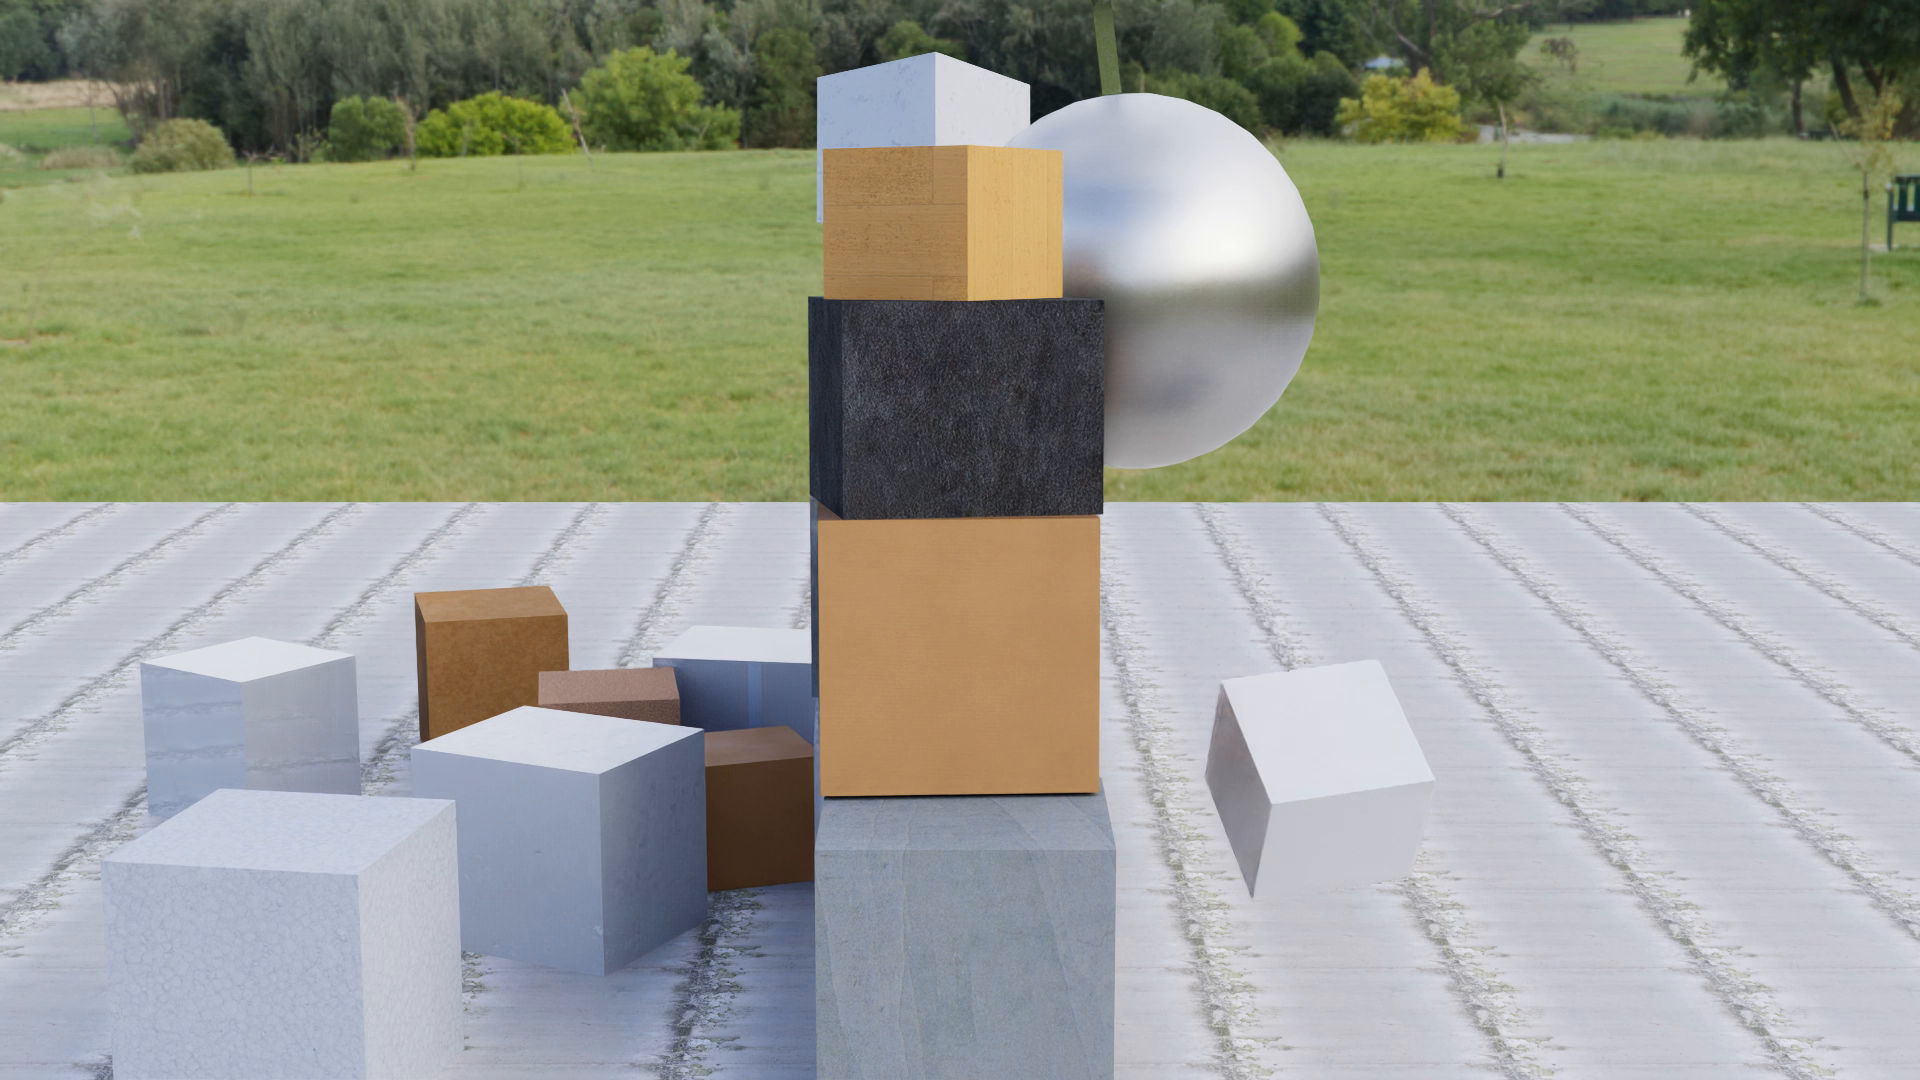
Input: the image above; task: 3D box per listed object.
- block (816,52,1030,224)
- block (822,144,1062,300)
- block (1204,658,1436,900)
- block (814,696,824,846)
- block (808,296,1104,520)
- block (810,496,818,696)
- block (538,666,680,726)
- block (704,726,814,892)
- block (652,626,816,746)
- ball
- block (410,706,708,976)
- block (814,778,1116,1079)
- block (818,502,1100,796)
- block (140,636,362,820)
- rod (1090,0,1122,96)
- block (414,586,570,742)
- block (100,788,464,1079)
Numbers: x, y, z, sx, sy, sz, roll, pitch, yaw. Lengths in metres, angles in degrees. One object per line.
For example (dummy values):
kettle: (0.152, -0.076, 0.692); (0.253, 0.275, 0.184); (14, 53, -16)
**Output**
block: (-0.176, -1.906, 12.643); (0.740, 0.723, 0.757); (-4, -6, 38)
block: (-0.057, -1.150, 9.342); (0.613, 0.537, 0.658); (4, 8, 32)
block: (1.426, 0.956, 10.285); (0.665, 0.590, 0.657); (-7, 45, -11)
block: (-0.036, 1.143, 10.773); (1.133, 0.896, 0.987); (0, 10, -2)
block: (-0.035, -0.510, 9.455); (0.933, 0.759, 0.948); (-1, 7, -10)
block: (-0.153, 0.081, 11.268); (1.004, 1.023, 0.918); (-1, 9, -3)
block: (-1.650, 1.015, 12.079); (0.638, 0.682, 0.656); (-2, 10, -9)
block: (-0.949, 1.190, 11.441); (0.549, 0.565, 0.564); (-4, 11, -20)
block: (-1.002, 0.870, 12.756); (0.860, 0.723, 0.739); (2, 10, 9)
ball: (0.738, -1.103, 10.980); (1.600, 1.600, 1.600); (0, 10, 0)
block: (-1.639, 1.216, 10.571); (0.909, 0.824, 0.776); (5, 11, 26)
block: (0.018, 1.424, 9.008); (0.998, 0.974, 0.892); (0, 10, 0)
block: (-0.031, 0.354, 9.538); (0.988, 0.976, 1.058); (0, 7, -3)
block: (-3.402, 0.935, 12.330); (0.728, 0.749, 0.687); (7, 12, 34)
rod: (0.320, -4.423, 10.376); (0.080, 5.200, 0.080); (-7, 10, 1)
block: (-2.453, 0.716, 13.439); (0.714, 0.784, 0.787); (-3, 11, -16)
block: (-2.325, 1.458, 8.919); (0.899, 0.940, 0.885); (2, 10, 9)
